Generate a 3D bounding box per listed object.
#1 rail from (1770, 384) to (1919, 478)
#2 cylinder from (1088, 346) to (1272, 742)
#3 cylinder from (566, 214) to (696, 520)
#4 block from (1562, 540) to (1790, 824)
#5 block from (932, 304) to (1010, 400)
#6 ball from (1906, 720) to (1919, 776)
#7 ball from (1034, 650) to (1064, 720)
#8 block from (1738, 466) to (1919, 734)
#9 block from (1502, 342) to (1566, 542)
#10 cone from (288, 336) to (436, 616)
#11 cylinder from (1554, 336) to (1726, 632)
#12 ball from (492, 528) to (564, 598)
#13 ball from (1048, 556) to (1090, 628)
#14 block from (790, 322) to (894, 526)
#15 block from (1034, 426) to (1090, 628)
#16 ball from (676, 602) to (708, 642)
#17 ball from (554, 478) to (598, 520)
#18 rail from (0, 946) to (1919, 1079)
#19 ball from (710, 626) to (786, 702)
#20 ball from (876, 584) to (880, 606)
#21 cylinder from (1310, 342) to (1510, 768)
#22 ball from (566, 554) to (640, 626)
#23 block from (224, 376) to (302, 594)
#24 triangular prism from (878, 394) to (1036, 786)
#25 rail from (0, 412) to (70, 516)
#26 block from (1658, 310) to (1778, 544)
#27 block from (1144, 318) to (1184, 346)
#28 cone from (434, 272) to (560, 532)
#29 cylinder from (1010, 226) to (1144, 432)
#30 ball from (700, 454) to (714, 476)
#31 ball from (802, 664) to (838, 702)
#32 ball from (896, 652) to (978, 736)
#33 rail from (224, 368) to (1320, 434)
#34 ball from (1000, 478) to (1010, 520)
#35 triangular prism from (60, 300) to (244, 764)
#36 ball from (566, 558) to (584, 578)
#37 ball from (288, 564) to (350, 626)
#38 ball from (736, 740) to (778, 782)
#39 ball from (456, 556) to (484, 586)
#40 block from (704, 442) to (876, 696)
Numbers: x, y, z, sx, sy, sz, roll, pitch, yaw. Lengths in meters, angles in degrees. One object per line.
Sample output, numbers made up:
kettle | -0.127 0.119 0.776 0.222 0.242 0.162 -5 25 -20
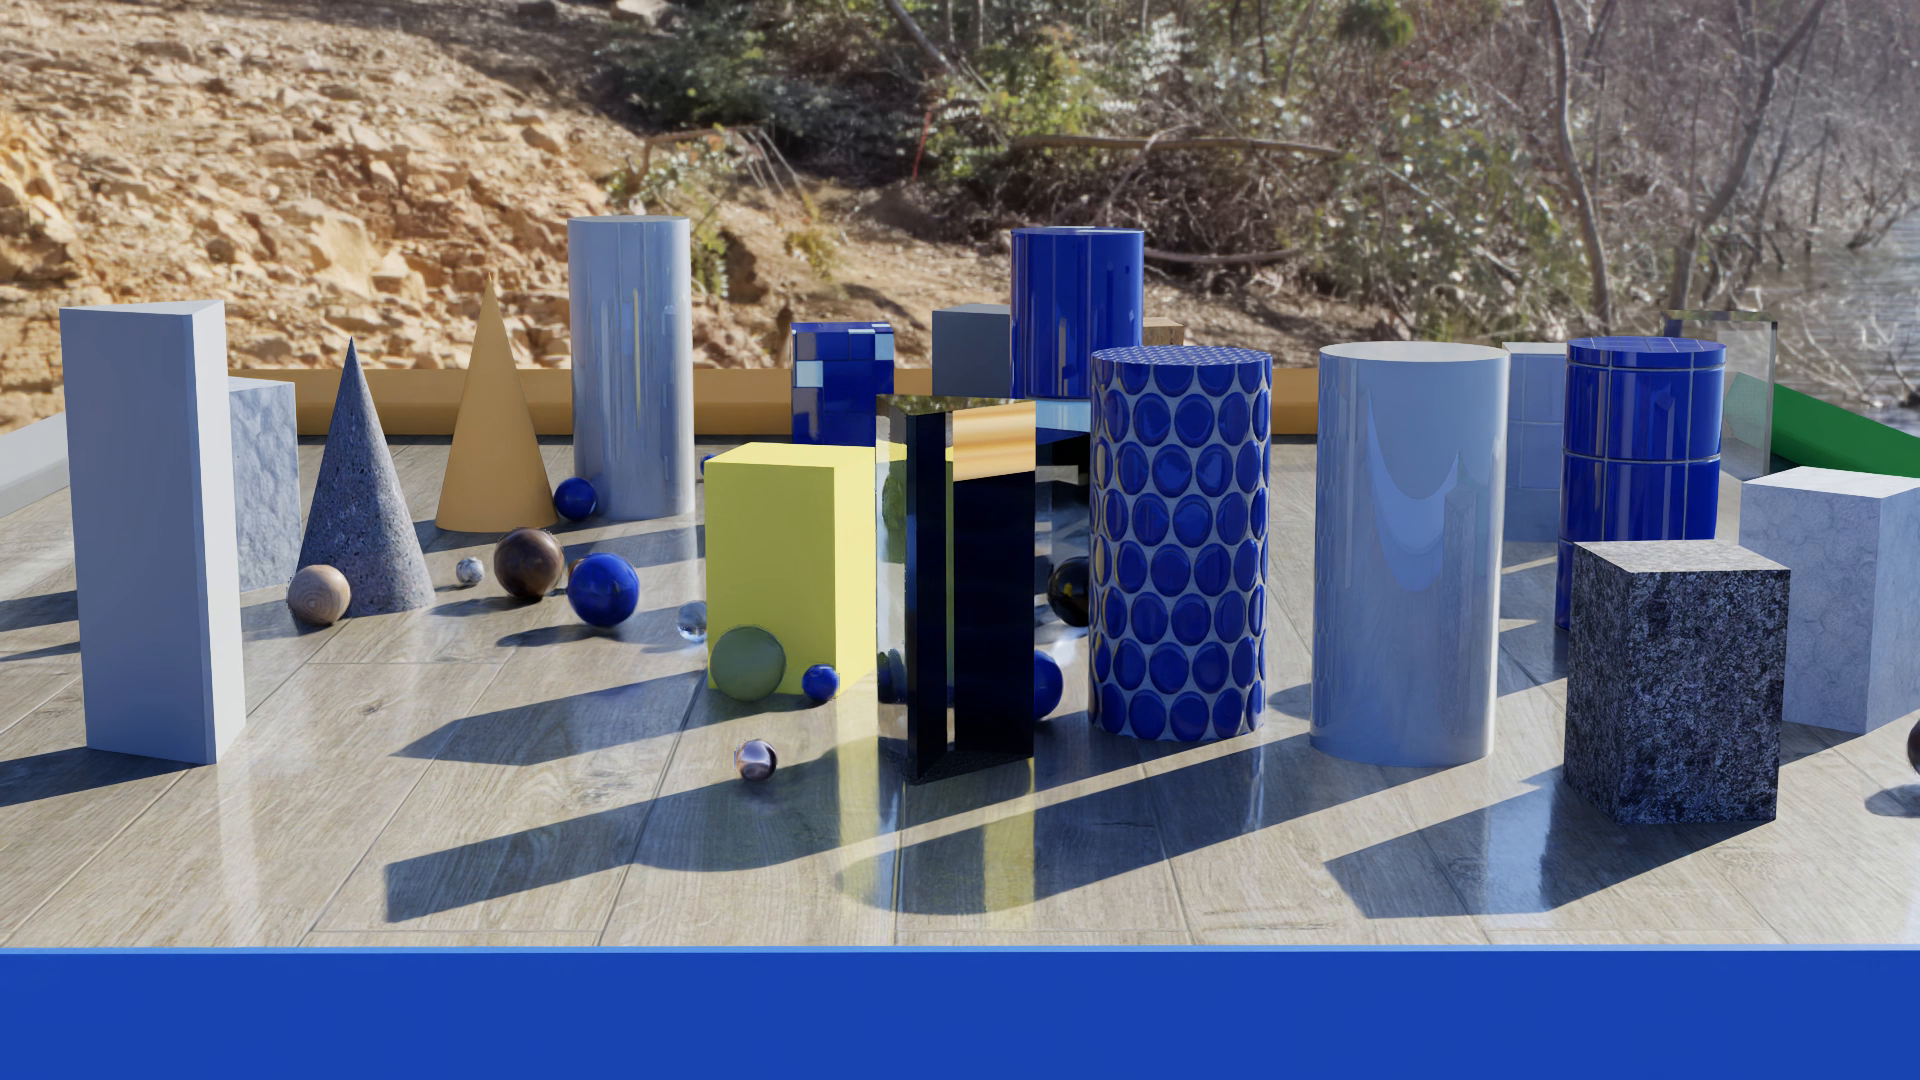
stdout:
rail | 1.539 0.032 3.457 0.045 0.130 3.414 0 10 0
cylinder | 0.244 -0.001 2.862 0.199 0.412 0.199 0 10 0
cylinder | -0.540 -0.288 4.226 0.199 0.481 0.199 0 10 0
block | 0.710 0.138 2.557 0.160 0.250 0.160 -1 11 -6
block | 0.058 -0.265 4.601 0.160 0.299 0.160 5 12 26
ball | 1.009 0.212 2.613 0.083 0.083 0.083 0 10 0
ball | 0.077 0.163 2.887 0.080 0.080 0.080 0 10 0
block | 0.992 0.064 2.916 0.160 0.265 0.160 9 14 41
block | 0.932 -0.155 4.023 0.160 0.293 0.160 1 11 7
cone | -0.823 -0.097 3.502 0.199 0.368 0.199 0 10 0
cylinder | 0.885 -0.070 3.343 0.199 0.372 0.199 0 10 0
ball | -0.596 0.032 3.547 0.098 0.098 0.098 0 10 0
ball | 0.161 0.068 3.367 0.094 0.094 0.094 0 10 0
block | -0.191 -0.189 4.155 0.160 0.312 0.160 -1 11 -5
block | 0.071 -0.022 3.444 0.160 0.241 0.160 7 13 34
ball | -0.337 0.105 3.283 0.051 0.051 0.051 0 10 0
ball | -0.623 -0.067 4.159 0.070 0.070 0.070 0 10 0
rail | 0.010 0.339 1.794 3.125 0.130 0.045 0 10 0
ball | -0.246 0.143 2.973 0.088 0.088 0.088 0 10 0
ball | -0.127 0.074 3.474 0.043 0.043 0.043 0 10 0
cylinder | 0.481 0.010 2.758 0.199 0.428 0.199 0 10 0
ball | -0.468 0.066 3.371 0.096 0.096 0.096 0 10 0
block | -1.053 -0.079 3.634 0.160 0.285 0.160 7 12 32
triangular prism | -0.036 0.043 2.706 0.173 0.383 0.150 -9 14 -42
rail | -1.539 0.035 3.440 0.045 0.130 3.414 0 10 0
block | 1.133 -0.159 3.868 0.160 0.358 0.160 2 11 13
block | 0.297 -0.246 4.546 0.160 0.281 0.160 -2 11 -9
cone | -0.749 -0.229 4.116 0.199 0.404 0.199 0 10 0
cylinder | 0.174 -0.222 3.857 0.199 0.485 0.199 0 10 0
ball | -0.443 -0.130 4.575 0.043 0.043 0.043 0 10 0
ball | -0.162 0.165 2.978 0.043 0.043 0.043 0 10 0
ball | -0.025 0.170 2.819 0.092 0.092 0.092 0 10 0
rail | -0.010 -0.273 5.104 3.125 0.130 0.045 0 10 0
ball | 0.105 -0.065 4.108 0.086 0.086 0.086 0 10 0
triangular prism | -0.836 -0.016 2.768 0.173 0.476 0.150 5 12 25
ball | -0.533 0.047 3.617 0.043 0.043 0.043 0 10 0
ball | -0.844 0.072 3.380 0.081 0.081 0.081 0 10 0
ball | -0.210 0.227 2.644 0.044 0.044 0.044 0 10 0
ball | -0.695 0.044 3.641 0.041 0.041 0.041 0 10 0
block | -0.201 0.032 3.071 0.160 0.272 0.160 3 11 15
